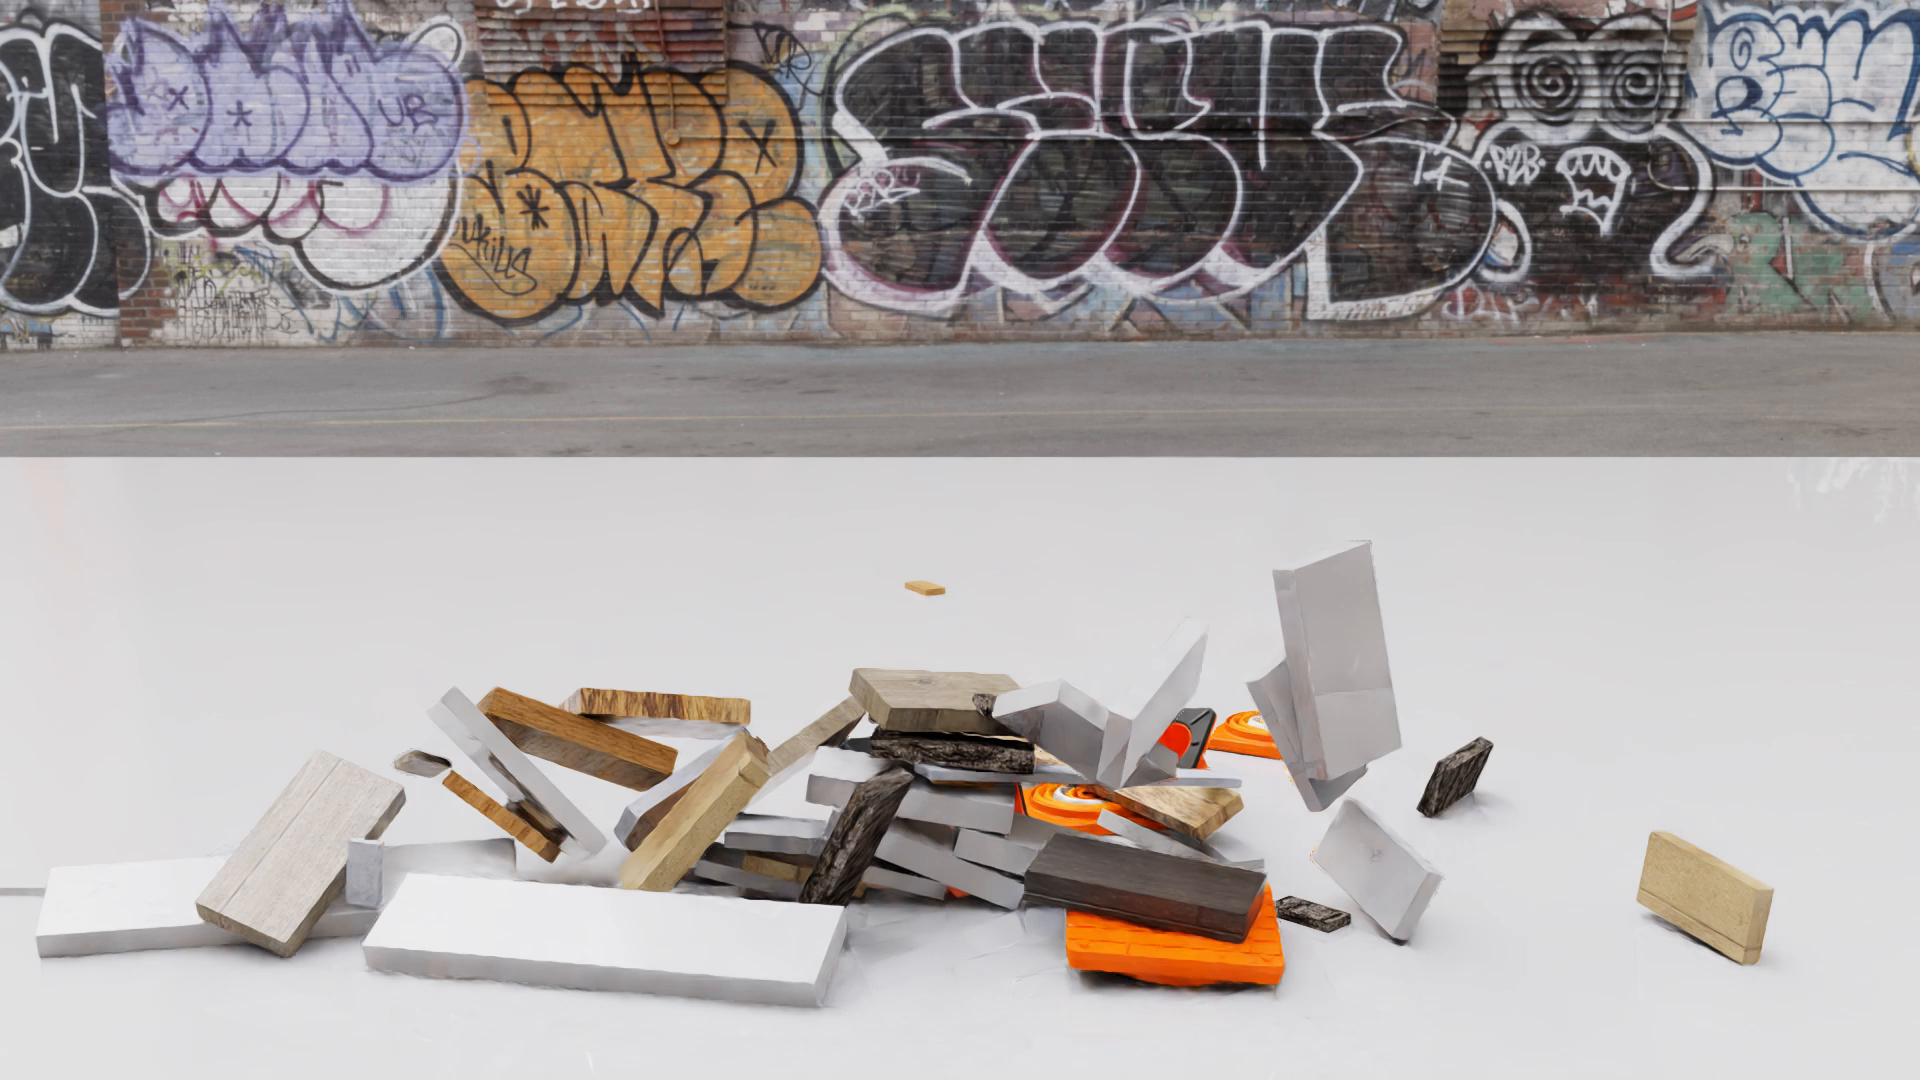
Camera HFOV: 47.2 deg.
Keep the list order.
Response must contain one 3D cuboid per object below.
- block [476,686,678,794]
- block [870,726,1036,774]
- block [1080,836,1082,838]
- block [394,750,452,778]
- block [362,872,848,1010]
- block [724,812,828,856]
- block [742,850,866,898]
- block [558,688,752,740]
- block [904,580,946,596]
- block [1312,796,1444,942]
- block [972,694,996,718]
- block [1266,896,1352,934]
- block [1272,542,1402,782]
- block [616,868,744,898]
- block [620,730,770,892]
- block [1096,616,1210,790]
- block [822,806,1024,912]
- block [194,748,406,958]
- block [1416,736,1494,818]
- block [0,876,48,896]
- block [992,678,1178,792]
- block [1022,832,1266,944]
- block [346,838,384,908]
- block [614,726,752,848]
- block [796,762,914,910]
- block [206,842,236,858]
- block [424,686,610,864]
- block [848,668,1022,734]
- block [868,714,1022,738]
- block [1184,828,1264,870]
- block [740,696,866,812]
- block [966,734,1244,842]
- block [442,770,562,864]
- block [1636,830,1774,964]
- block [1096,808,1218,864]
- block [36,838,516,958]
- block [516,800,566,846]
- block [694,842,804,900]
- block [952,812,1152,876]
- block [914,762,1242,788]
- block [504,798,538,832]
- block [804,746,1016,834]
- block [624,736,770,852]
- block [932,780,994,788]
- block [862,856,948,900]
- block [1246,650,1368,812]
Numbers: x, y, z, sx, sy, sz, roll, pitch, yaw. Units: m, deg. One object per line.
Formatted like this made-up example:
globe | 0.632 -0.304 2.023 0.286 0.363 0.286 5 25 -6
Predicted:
block | -0.658 0.341 3.724 0.326 0.046 0.163 22 -25 -19
block | -0.011 0.348 3.650 0.268 0.038 0.134 6 1 2
block | 0.207 0.510 3.595 0.054 0.015 0.107 15 8 11
block | -0.889 0.371 3.638 0.046 0.013 0.093 -28 -26 16
block | -0.536 0.601 3.320 0.709 0.049 0.172 2 31 12
block | -0.282 0.489 3.647 0.203 0.029 0.102 5 11 1
block | -0.255 0.543 3.659 0.203 0.029 0.102 13 10 -1
block | -0.525 0.300 3.773 0.299 0.042 0.149 6 -18 -24
block | -0.097 0.133 6.084 0.061 0.017 0.121 -6 12 -29
block | 0.668 0.525 3.531 0.034 0.121 0.242 19 14 -30
block | 0.082 0.277 3.648 0.113 0.016 0.056 6 19 -25
block | 0.563 0.604 3.549 0.061 0.017 0.121 -10 15 -44
block | 0.601 0.191 3.496 0.172 0.344 0.049 -18 12 -34
block | -0.464 0.576 3.665 0.203 0.029 0.102 0 11 0
block | -0.419 0.446 3.464 0.042 0.299 0.149 40 4 -17
block | 0.311 0.258 3.526 0.041 0.145 0.291 23 39 20
block | -0.055 0.506 3.656 0.338 0.048 0.169 22 10 -2
block | -1.039 0.491 3.481 0.163 0.046 0.326 21 50 11
block | 0.935 0.445 4.146 0.030 0.106 0.212 31 25 27
block | -1.352 0.581 3.674 1.105 0.015 0.052 0 11 2
block | 0.207 0.322 3.602 0.291 0.041 0.145 34 -36 -33
block | 0.288 0.538 3.410 0.344 0.049 0.172 9 15 16
block | -0.934 0.521 3.450 0.052 0.104 0.015 7 13 6
block | -0.470 0.421 3.754 0.255 0.036 0.127 -34 -12 -31
block | -0.176 0.493 3.425 0.041 0.291 0.145 32 21 14
block | -1.195 0.544 3.650 0.104 0.015 0.052 31 24 2
block | -0.735 0.393 3.647 0.036 0.361 0.127 -47 7 -27
block | -0.020 0.271 3.686 0.299 0.042 0.149 4 20 -29
block | -0.007 0.309 3.788 0.268 0.038 0.134 6 -1 -26
block | 0.403 0.505 4.080 0.061 0.017 0.630 -3 11 -17
block | -0.342 0.409 3.739 0.422 0.038 0.134 -34 -11 -31
block | 0.248 0.416 4.128 0.106 0.030 0.727 -34 28 -25
block | -0.754 0.457 3.625 0.203 0.029 0.102 33 -13 12
block | 1.166 0.557 3.450 0.034 0.121 0.242 1 14 -24
block | 0.340 0.524 3.818 0.106 0.030 0.212 26 -5 -32
block | -1.076 0.568 3.510 0.722 0.046 0.163 -2 32 -12
block | -0.695 0.470 3.647 0.013 0.093 0.046 -49 0 -29
block | -0.335 0.552 3.669 0.203 0.029 0.102 13 10 -1
block | 0.160 0.522 3.656 0.338 0.048 0.169 16 11 -1
block | 0.211 0.400 3.741 0.638 0.016 0.056 5 8 -31
block | -0.736 0.471 3.756 0.093 0.046 0.013 13 19 -27
block | -0.079 0.414 3.653 0.338 0.048 0.169 9 11 1
block | -0.441 0.433 3.702 0.255 0.036 0.127 -33 -12 -35
block | -0.001 0.392 3.651 0.107 0.015 0.054 6 11 -23
block | -0.121 0.545 3.657 0.203 0.029 0.102 13 10 -1
block | 0.559 0.300 3.535 0.121 0.242 0.034 -34 13 -33
